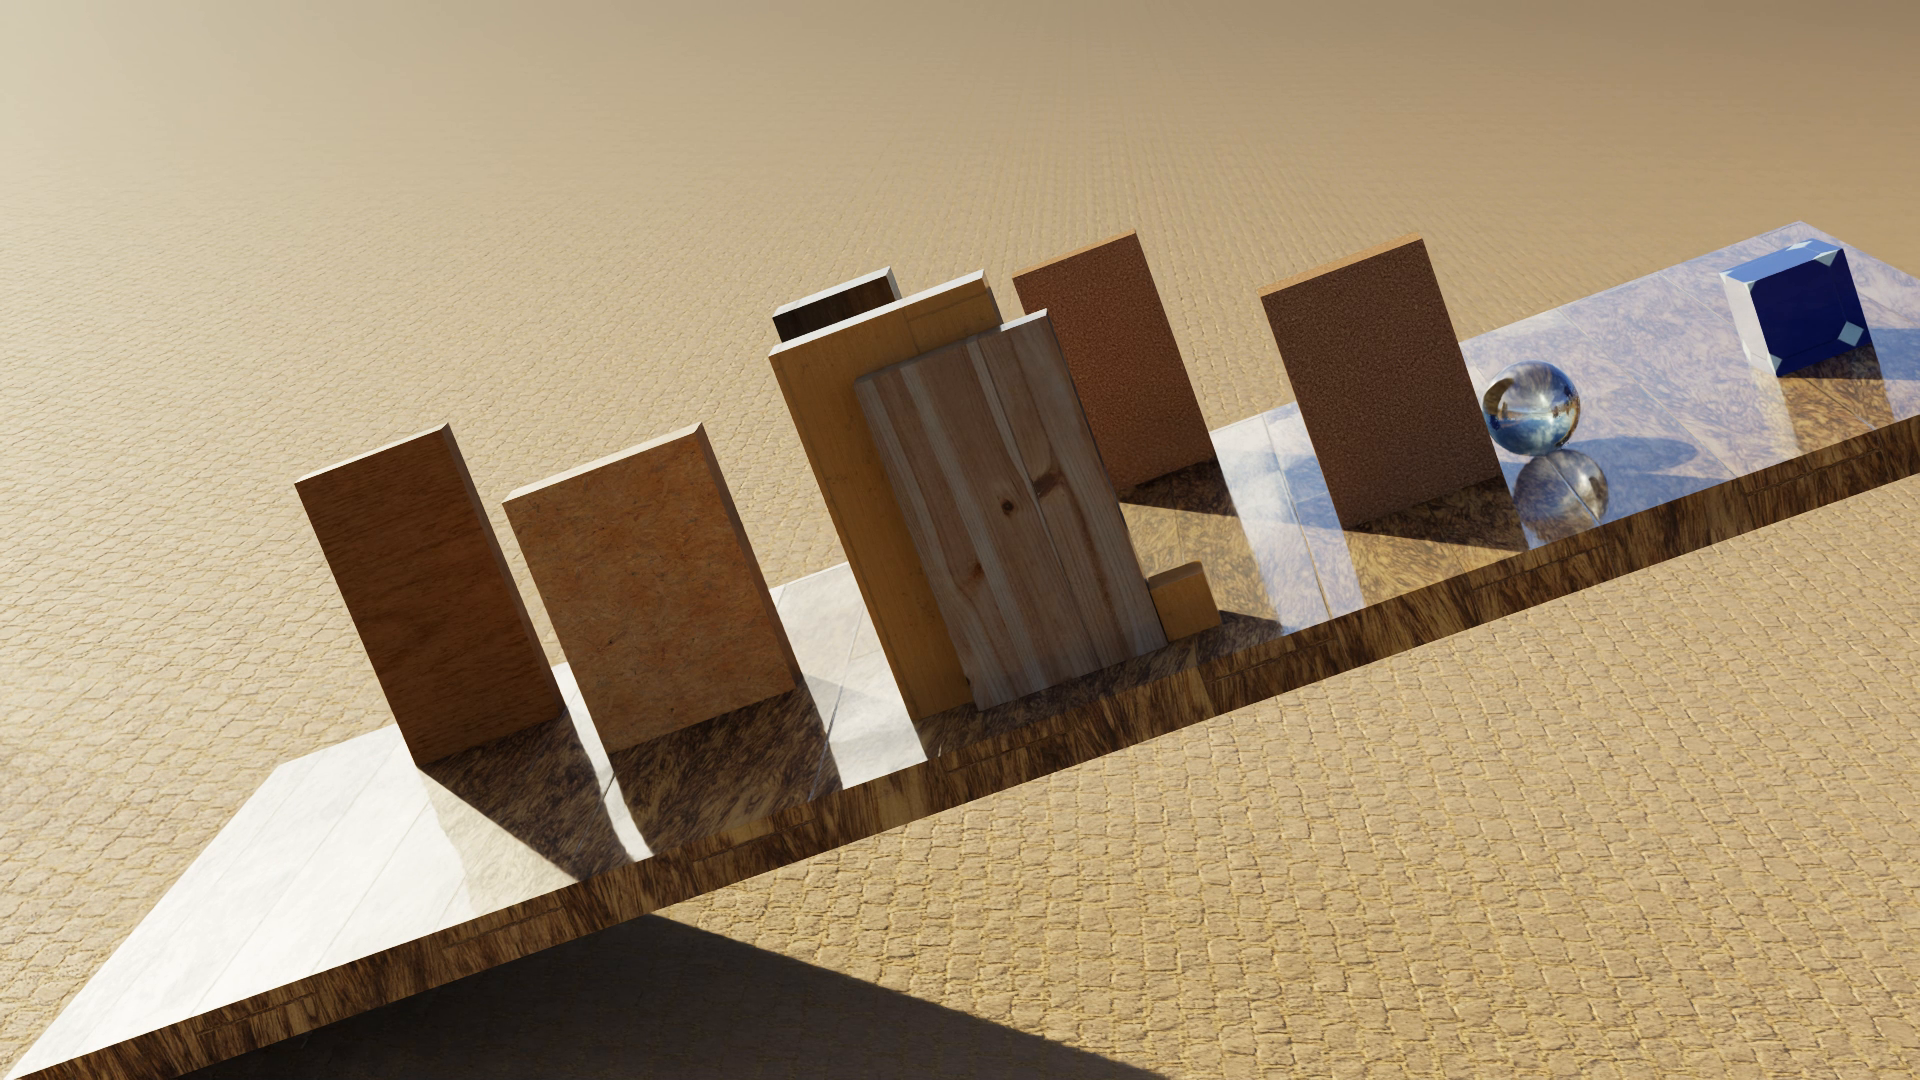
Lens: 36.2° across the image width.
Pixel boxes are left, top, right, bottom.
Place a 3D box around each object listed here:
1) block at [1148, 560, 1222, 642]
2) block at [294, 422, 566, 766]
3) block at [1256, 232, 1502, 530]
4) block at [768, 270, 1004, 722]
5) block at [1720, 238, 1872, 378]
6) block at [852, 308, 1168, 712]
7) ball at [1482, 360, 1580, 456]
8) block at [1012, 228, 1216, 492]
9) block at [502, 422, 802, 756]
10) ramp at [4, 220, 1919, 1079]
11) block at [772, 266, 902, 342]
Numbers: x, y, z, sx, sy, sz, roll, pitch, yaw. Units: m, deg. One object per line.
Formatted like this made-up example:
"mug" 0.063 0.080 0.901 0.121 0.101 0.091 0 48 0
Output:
"block" 0.422 0.113 5.527 0.105 0.105 0.105 -20 12 6
"block" -1.223 0.130 6.814 0.366 0.721 0.086 -20 12 7
"block" 0.827 -0.314 5.799 0.331 0.495 0.113 -20 12 7
"block" -0.024 -0.081 5.580 0.425 0.754 0.119 -20 12 7
"block" 1.640 -0.458 5.780 0.195 0.195 0.195 -20 11 3
"block" 0.097 -0.053 5.469 0.377 0.660 0.084 -20 12 7
"ball" 1.124 -0.259 5.786 0.191 0.191 0.191 0 13 0
"block" 0.363 -0.413 6.916 0.304 0.560 0.096 -20 12 7
"block" -0.651 0.104 6.256 0.437 0.587 0.123 -20 12 7
"ramp" 0.117 0.176 6.296 4.000 0.100 2.000 -20 12 7
"block" -0.149 -0.203 6.426 0.262 0.730 0.146 -20 12 7
